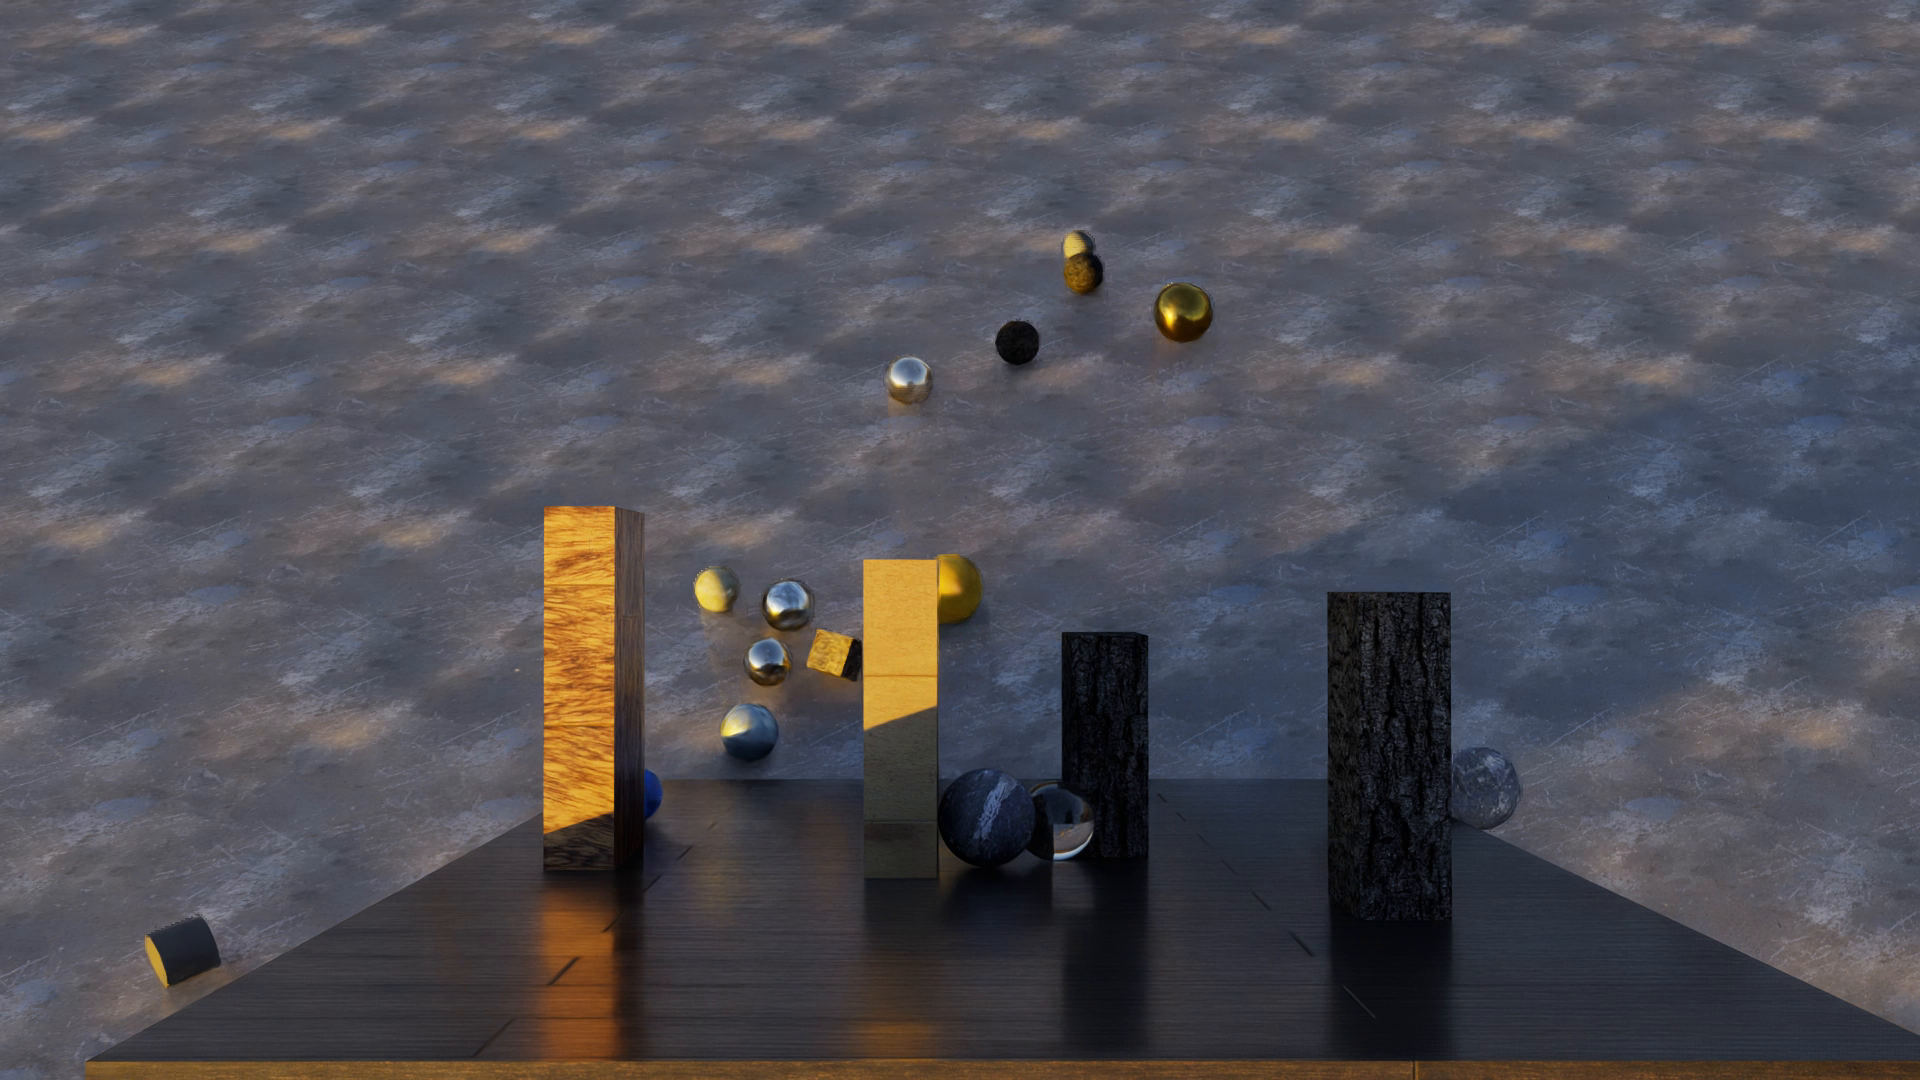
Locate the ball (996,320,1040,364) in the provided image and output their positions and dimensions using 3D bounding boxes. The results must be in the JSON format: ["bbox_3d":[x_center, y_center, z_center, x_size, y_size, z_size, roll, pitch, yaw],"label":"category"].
[{"bbox_3d":[0.195,-0.667,8.764,0.150,0.150,0.150,0,33,0],"label":"ball"}]

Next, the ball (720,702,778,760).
[{"bbox_3d":[-0.562,0.512,6.926,0.155,0.155,0.155,0,33,0],"label":"ball"}]

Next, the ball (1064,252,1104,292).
[{"bbox_3d":[0.439,-0.950,9.209,0.143,0.143,0.143,0,33,0],"label":"ball"}]

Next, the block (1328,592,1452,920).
[{"bbox_3d":[0.671,0.329,4.075,0.139,0.493,0.332,0,-1,0],"label":"block"}]

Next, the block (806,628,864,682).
[{"bbox_3d":[-0.344,0.322,7.223,0.109,0.109,0.109,15,-7,21],"label":"block"}]

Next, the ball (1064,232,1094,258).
[{"bbox_3d":[0.431,-1.062,9.413,0.111,0.111,0.111,0,33,0],"label":"ball"}]

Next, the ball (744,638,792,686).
[{"bbox_3d":[-0.534,0.339,7.212,0.137,0.137,0.137,0,33,0],"label":"ball"}]

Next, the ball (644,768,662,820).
[{"bbox_3d":[-0.694,0.542,5.539,0.117,0.117,0.117,0,33,0],"label":"ball"}]

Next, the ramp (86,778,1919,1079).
[{"bbox_3d":[0.073,0.637,4.746,2.000,0.100,4.000,0,-1,0],"label":"ramp"}]

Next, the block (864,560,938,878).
[{"bbox_3d":[-0.103,0.311,4.641,0.127,0.548,0.344,0,-1,0],"label":"block"}]

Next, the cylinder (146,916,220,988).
[{"bbox_3d":[-1.861,0.986,6.213,0.130,0.130,0.130,-21,38,-29],"label":"cylinder"}]

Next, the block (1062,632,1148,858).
[{"bbox_3d":[0.277,0.386,5.006,0.145,0.411,0.393,0,-1,0],"label":"block"}]

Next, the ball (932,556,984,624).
[{"bbox_3d":[-0.033,0.143,7.460,0.199,0.199,0.199,0,33,0],"label":"ball"}]

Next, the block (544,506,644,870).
[{"bbox_3d":[-0.675,0.266,4.818,0.125,0.644,0.443,0,-1,0],"label":"block"}]

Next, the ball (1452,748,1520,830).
[{"bbox_3d":[1.190,0.572,5.959,0.191,0.191,0.191,0,33,0],"label":"ball"}]

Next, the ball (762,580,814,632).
[{"bbox_3d":[-0.494,0.190,7.433,0.149,0.149,0.149,0,33,0],"label":"ball"}]

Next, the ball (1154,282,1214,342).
[{"bbox_3d":[0.764,-0.779,8.886,0.205,0.205,0.205,0,33,0],"label":"ball"}]

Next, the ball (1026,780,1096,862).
[{"bbox_3d":[0.174,0.514,4.741,0.147,0.147,0.147,0,33,0],"label":"ball"}]

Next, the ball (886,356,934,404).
[{"bbox_3d":[-0.166,-0.525,8.534,0.159,0.159,0.159,0,33,0],"label":"ball"}]

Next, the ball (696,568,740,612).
[{"bbox_3d":[-0.704,0.144,7.523,0.129,0.129,0.129,0,33,0],"label":"ball"}]

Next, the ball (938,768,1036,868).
[{"bbox_3d":[0.048,0.497,4.641,0.176,0.176,0.176,0,33,0],"label":"ball"}]
